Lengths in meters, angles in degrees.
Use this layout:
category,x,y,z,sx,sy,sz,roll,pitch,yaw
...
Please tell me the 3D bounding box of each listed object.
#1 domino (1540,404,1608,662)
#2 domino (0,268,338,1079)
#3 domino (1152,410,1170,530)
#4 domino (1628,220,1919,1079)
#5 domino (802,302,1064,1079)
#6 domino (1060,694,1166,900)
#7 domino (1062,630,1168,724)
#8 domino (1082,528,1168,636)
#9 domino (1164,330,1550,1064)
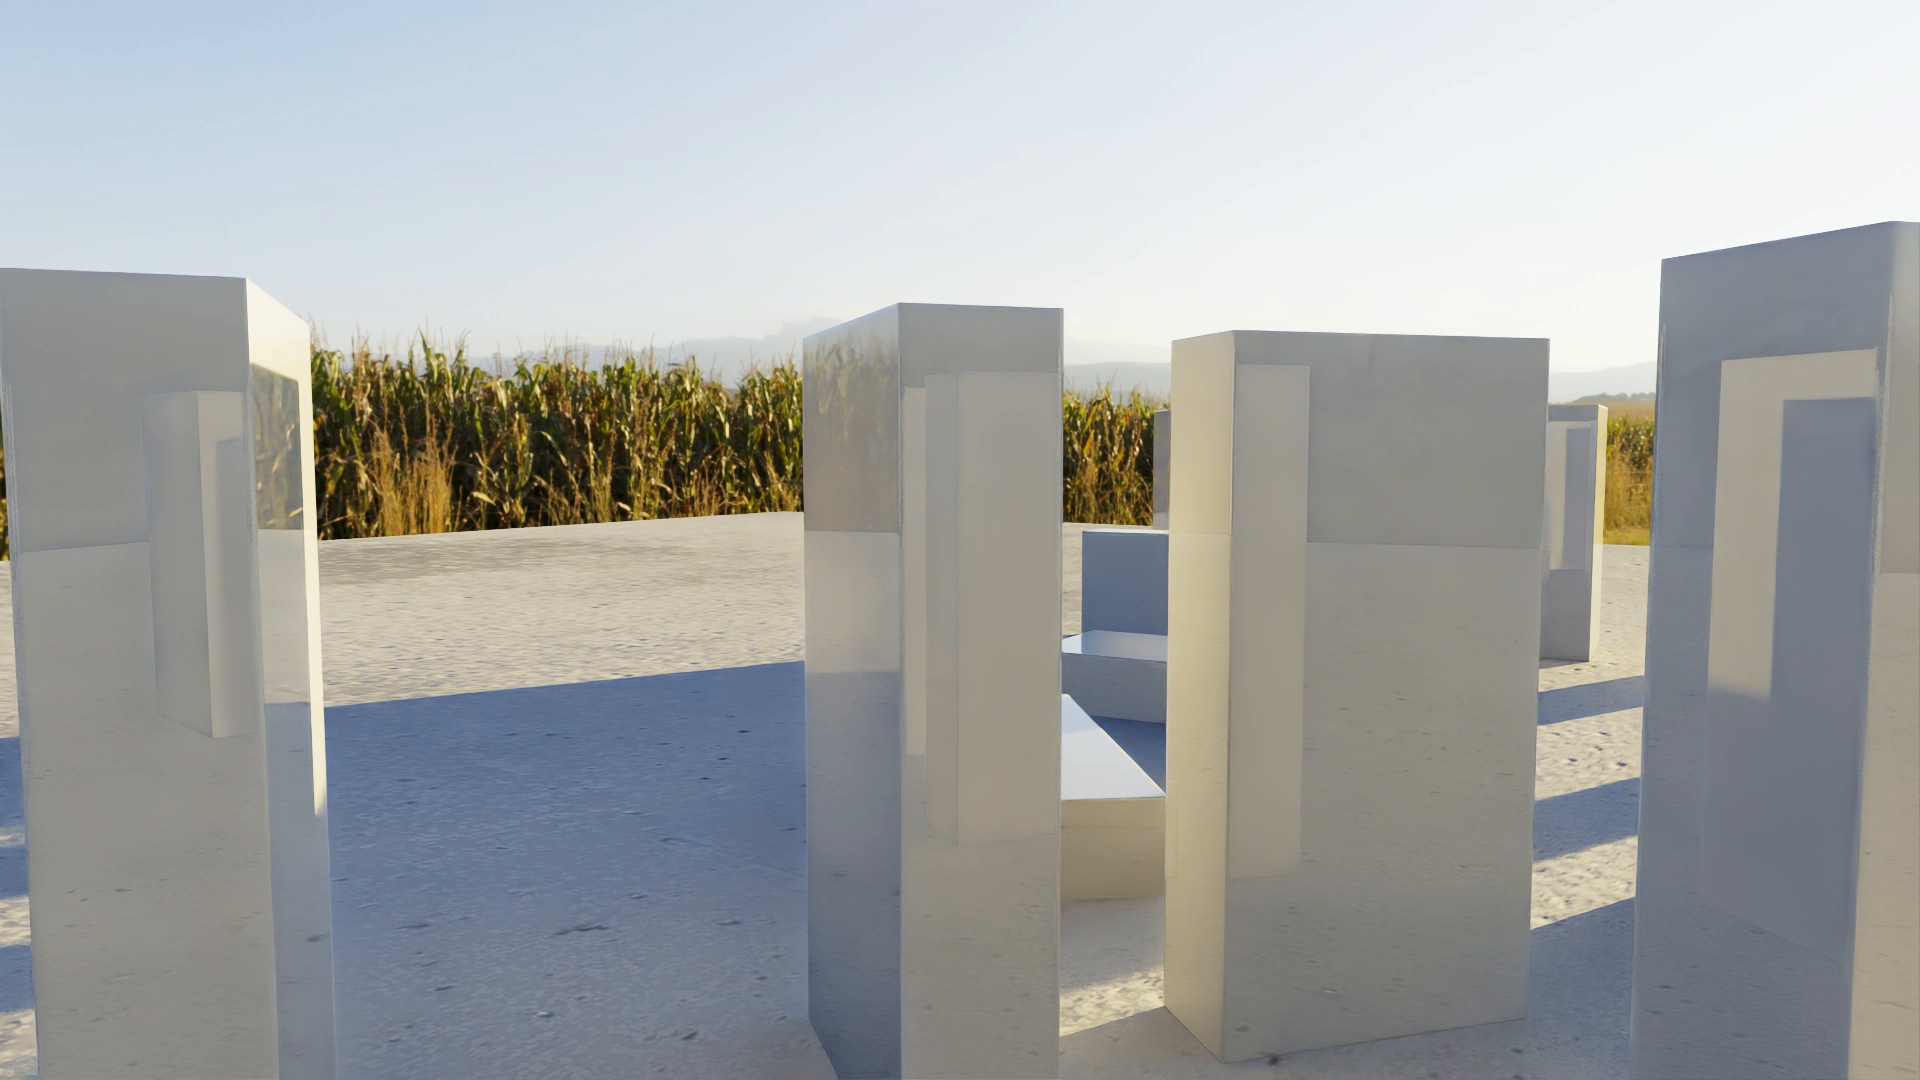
category,x,y,z,sx,sy,sz,roll,pitch,yaw
domino,0.125,-0.002,0.262,0.010,0.050,0.025,3,5,30
domino,-0.041,0.012,0.070,0.009,0.050,0.025,-2,5,-21
domino,0.050,-0.004,0.285,0.009,0.050,0.025,0,4,-2
domino,0.042,0.014,0.053,0.025,0.050,0.010,-1,4,-17
domino,-0.003,0.011,0.083,0.010,0.050,0.025,-1,5,-19
domino,0.004,0.027,0.144,0.025,0.010,0.050,0,4,-6
domino,0.039,0.022,0.205,0.050,0.010,0.025,3,5,31
domino,0.049,0.011,0.252,0.050,0.025,0.010,2,5,27
domino,0.029,0.010,0.094,0.025,0.050,0.009,-1,4,-16
